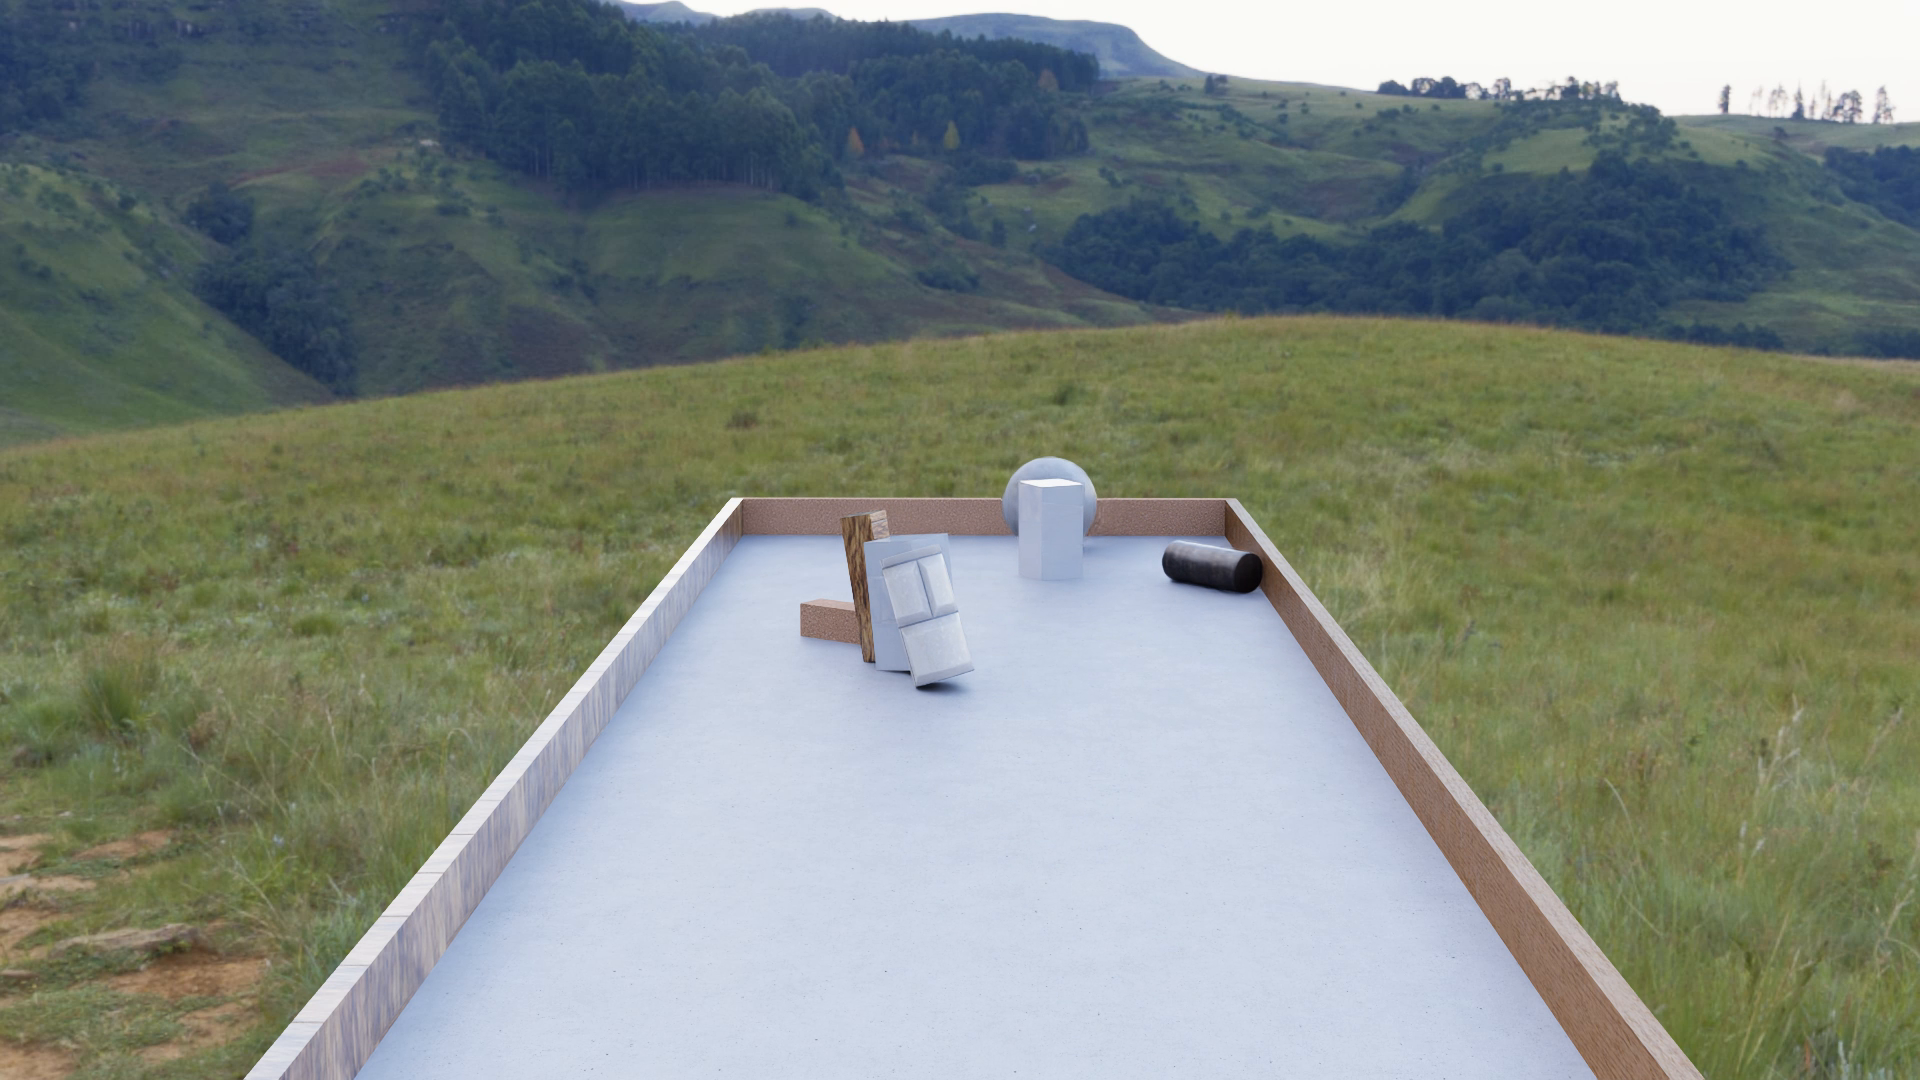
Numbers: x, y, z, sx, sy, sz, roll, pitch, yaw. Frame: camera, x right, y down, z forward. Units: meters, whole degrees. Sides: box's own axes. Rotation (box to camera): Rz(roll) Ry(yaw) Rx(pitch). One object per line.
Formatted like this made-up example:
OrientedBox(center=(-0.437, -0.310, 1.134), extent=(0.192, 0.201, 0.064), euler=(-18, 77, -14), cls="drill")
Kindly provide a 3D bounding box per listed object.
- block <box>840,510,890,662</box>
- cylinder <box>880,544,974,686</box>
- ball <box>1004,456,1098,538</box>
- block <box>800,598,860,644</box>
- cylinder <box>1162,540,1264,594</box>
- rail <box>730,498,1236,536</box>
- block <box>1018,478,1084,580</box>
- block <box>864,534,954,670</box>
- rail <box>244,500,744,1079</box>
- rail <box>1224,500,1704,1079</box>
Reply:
OrientedBox(center=(-0.259, 0.139, 6.678), extent=(0.103, 0.444, 0.103), euler=(-7, 5, 26), cls="block")
OrientedBox(center=(-0.094, 0.216, 6.321), extent=(0.179, 0.377, 0.179), euler=(-16, -2, 0), cls="cylinder")
OrientedBox(center=(0.357, -0.144, 8.725), extent=(0.373, 0.373, 0.373), euler=(0, 9, 0), cls="ball")
OrientedBox(center=(-0.318, 0.267, 6.985), extent=(0.400, 0.107, 0.107), euler=(6, 11, 34), cls="block")
OrientedBox(center=(0.910, 0.096, 7.944), extent=(0.145, 0.145, 0.367), euler=(-7, 11, -38), cls="cylinder")
OrientedBox(center=(0.099, -0.098, 9.147), extent=(2.100, 0.150, 0.050), euler=(0, 9, 1), cls="rail")
OrientedBox(center=(0.336, -0.040, 8.152), extent=(0.175, 0.347, 0.175), euler=(-5, 10, -26), cls="block")
OrientedBox(center=(-0.143, 0.184, 6.561), extent=(0.179, 0.384, 0.179), euler=(-2, 6, 37), cls="block")
OrientedBox(center=(-1.004, 0.839, 3.234), extent=(0.050, 0.150, 12.000), euler=(0, 9, 1), cls="rail")
OrientedBox(center=(1.046, 0.843, 3.208), extent=(0.050, 0.150, 12.000), euler=(0, 9, 1), cls="rail")
